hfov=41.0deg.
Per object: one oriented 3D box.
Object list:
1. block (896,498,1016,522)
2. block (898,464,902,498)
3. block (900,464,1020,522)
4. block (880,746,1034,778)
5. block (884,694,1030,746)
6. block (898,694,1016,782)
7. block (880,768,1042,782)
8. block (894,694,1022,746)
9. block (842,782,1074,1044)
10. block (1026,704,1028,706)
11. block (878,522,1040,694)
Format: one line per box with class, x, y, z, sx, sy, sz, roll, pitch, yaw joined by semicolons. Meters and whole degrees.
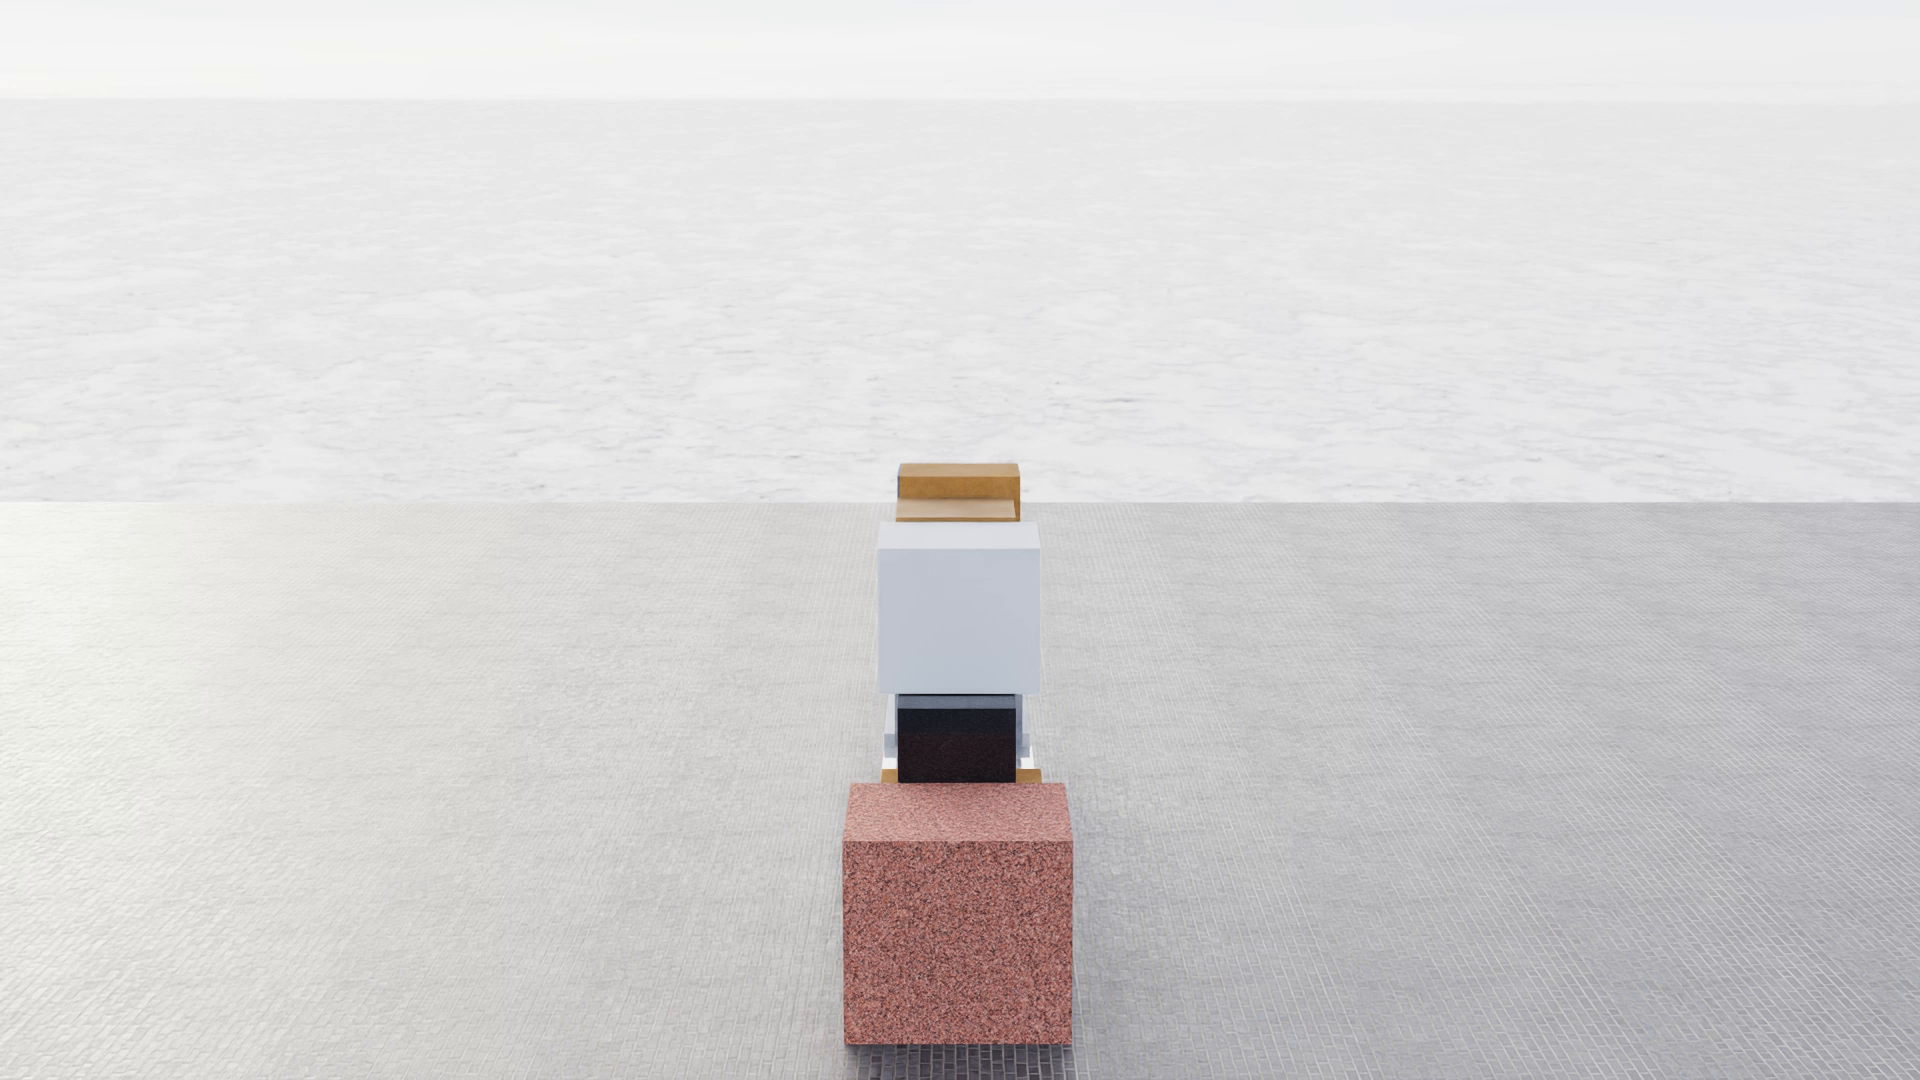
block;-0.019;0.092;10.953;0.500;0.471;0.514;0;10;0
block;-0.008;-0.073;12.007;0.556;0.518;0.531;0;8;0
block;0.000;-0.040;11.470;0.527;0.549;0.512;0;8;0
block;-0.008;1.249;11.053;0.649;0.588;0.575;0;10;0
block;-0.013;1.100;11.718;0.642;0.644;0.768;0;10;0
block;-0.013;0.817;10.269;0.461;0.423;0.519;0;10;0
block;0.005;1.331;10.434;0.661;0.648;0.651;0;10;0
block;-0.005;0.564;11.267;0.550;0.571;0.503;0;10;0
block;-0.008;1.398;9.713;0.835;0.773;0.773;0;10;0
block;0.019;1.001;12.448;0.594;0.576;0.685;0;10;0
block;-0.004;0.269;10.418;0.643;0.590;0.572;0;11;0
